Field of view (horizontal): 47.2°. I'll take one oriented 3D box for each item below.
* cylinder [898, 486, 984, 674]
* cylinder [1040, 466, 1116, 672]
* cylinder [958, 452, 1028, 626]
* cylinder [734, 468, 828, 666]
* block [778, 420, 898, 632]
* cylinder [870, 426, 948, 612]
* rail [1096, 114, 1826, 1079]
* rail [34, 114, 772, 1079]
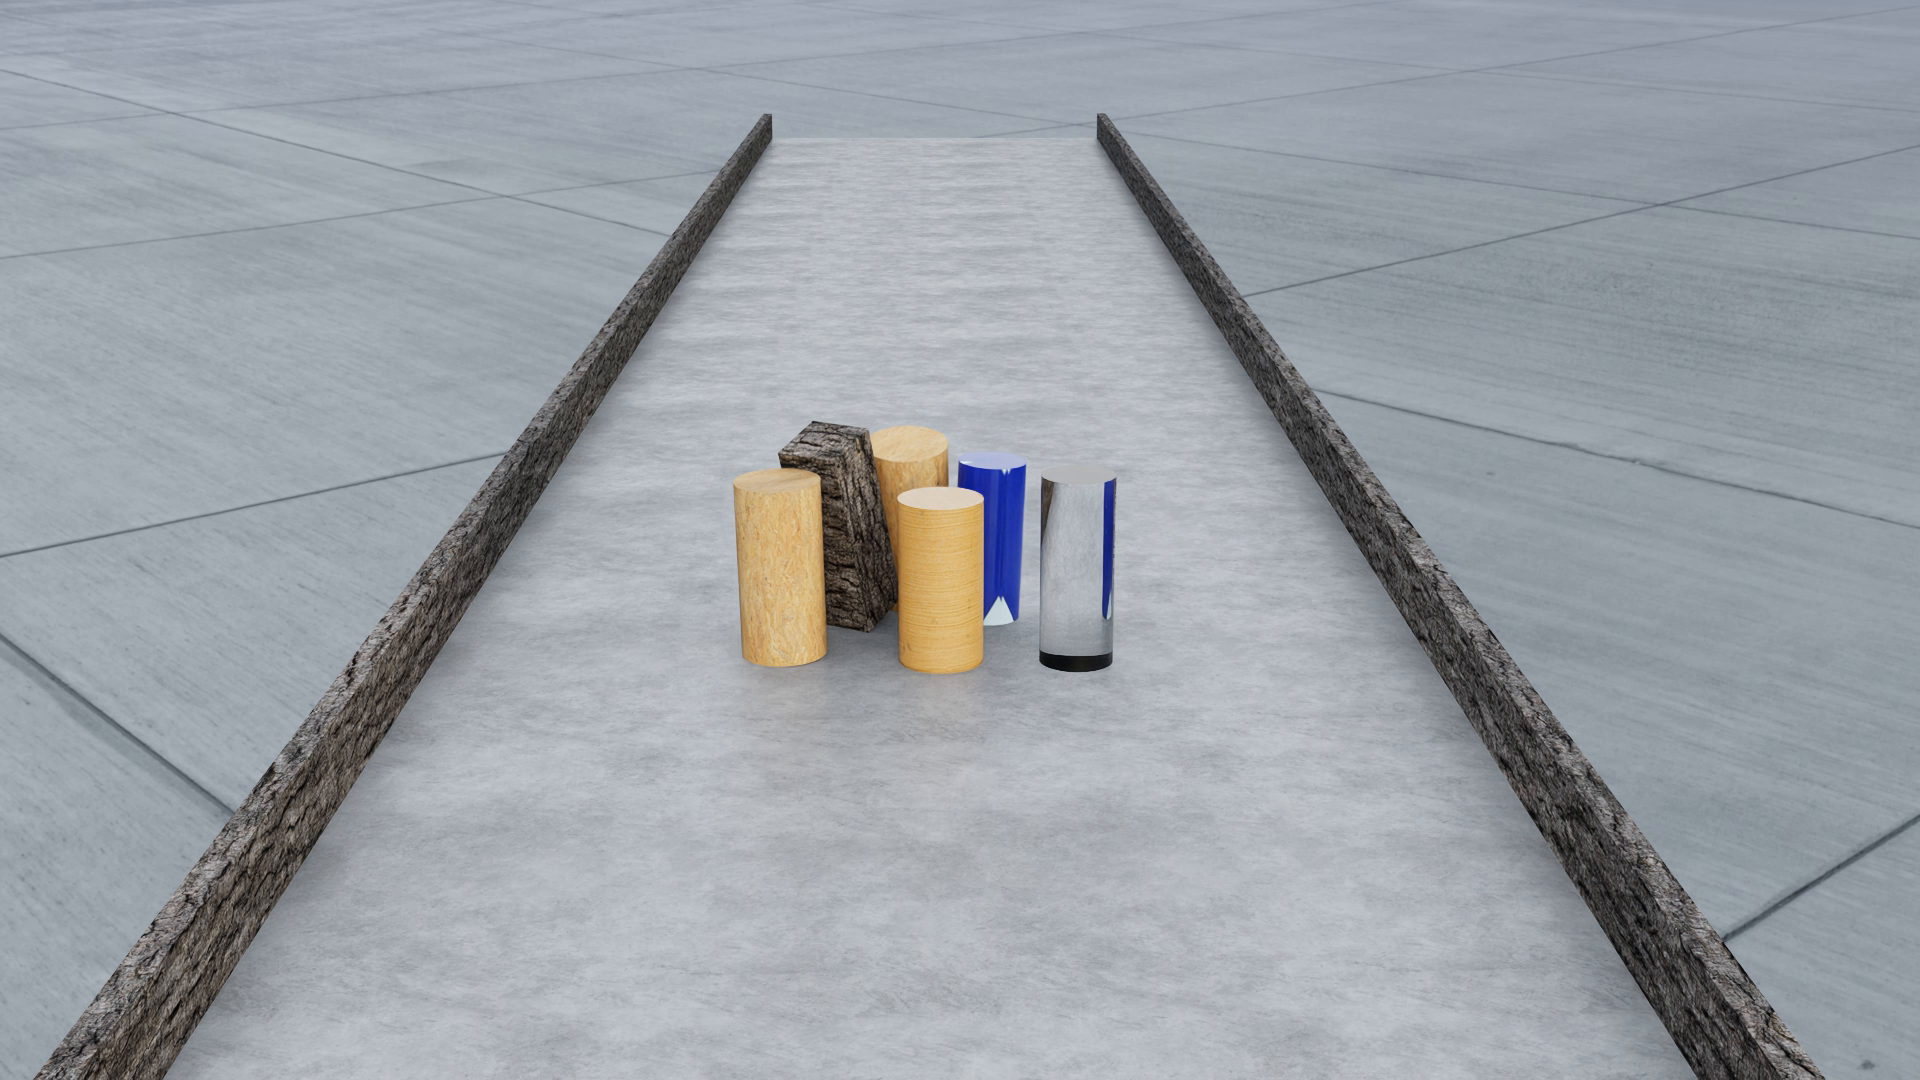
[{"bbox_3d":[-0.038,0.079,4.372,0.170,0.336,0.170,0,17,0],"label":"cylinder"},{"bbox_3d":[0.233,0.056,4.363,0.148,0.385,0.148,0,17,0],"label":"cylinder"},{"bbox_3d":[0.062,-0.004,4.636,0.144,0.340,0.144,2,17,-1],"label":"cylinder"},{"bbox_3d":[-0.359,0.054,4.403,0.173,0.361,0.173,-1,18,0],"label":"cylinder"},{"bbox_3d":[-0.246,-0.026,4.550,0.135,0.414,0.135,9,36,28],"label":"block"},{"bbox_3d":[-0.111,-0.044,4.700,0.176,0.358,0.176,-1,28,0],"label":"cylinder"},{"bbox_3d":[0.932,-0.844,7.801,0.050,0.150,12.000,0,17,-1],"label":"rail"},{"bbox_3d":[-1.118,-0.838,7.780,0.050,0.150,12.000,0,17,-1],"label":"rail"}]
